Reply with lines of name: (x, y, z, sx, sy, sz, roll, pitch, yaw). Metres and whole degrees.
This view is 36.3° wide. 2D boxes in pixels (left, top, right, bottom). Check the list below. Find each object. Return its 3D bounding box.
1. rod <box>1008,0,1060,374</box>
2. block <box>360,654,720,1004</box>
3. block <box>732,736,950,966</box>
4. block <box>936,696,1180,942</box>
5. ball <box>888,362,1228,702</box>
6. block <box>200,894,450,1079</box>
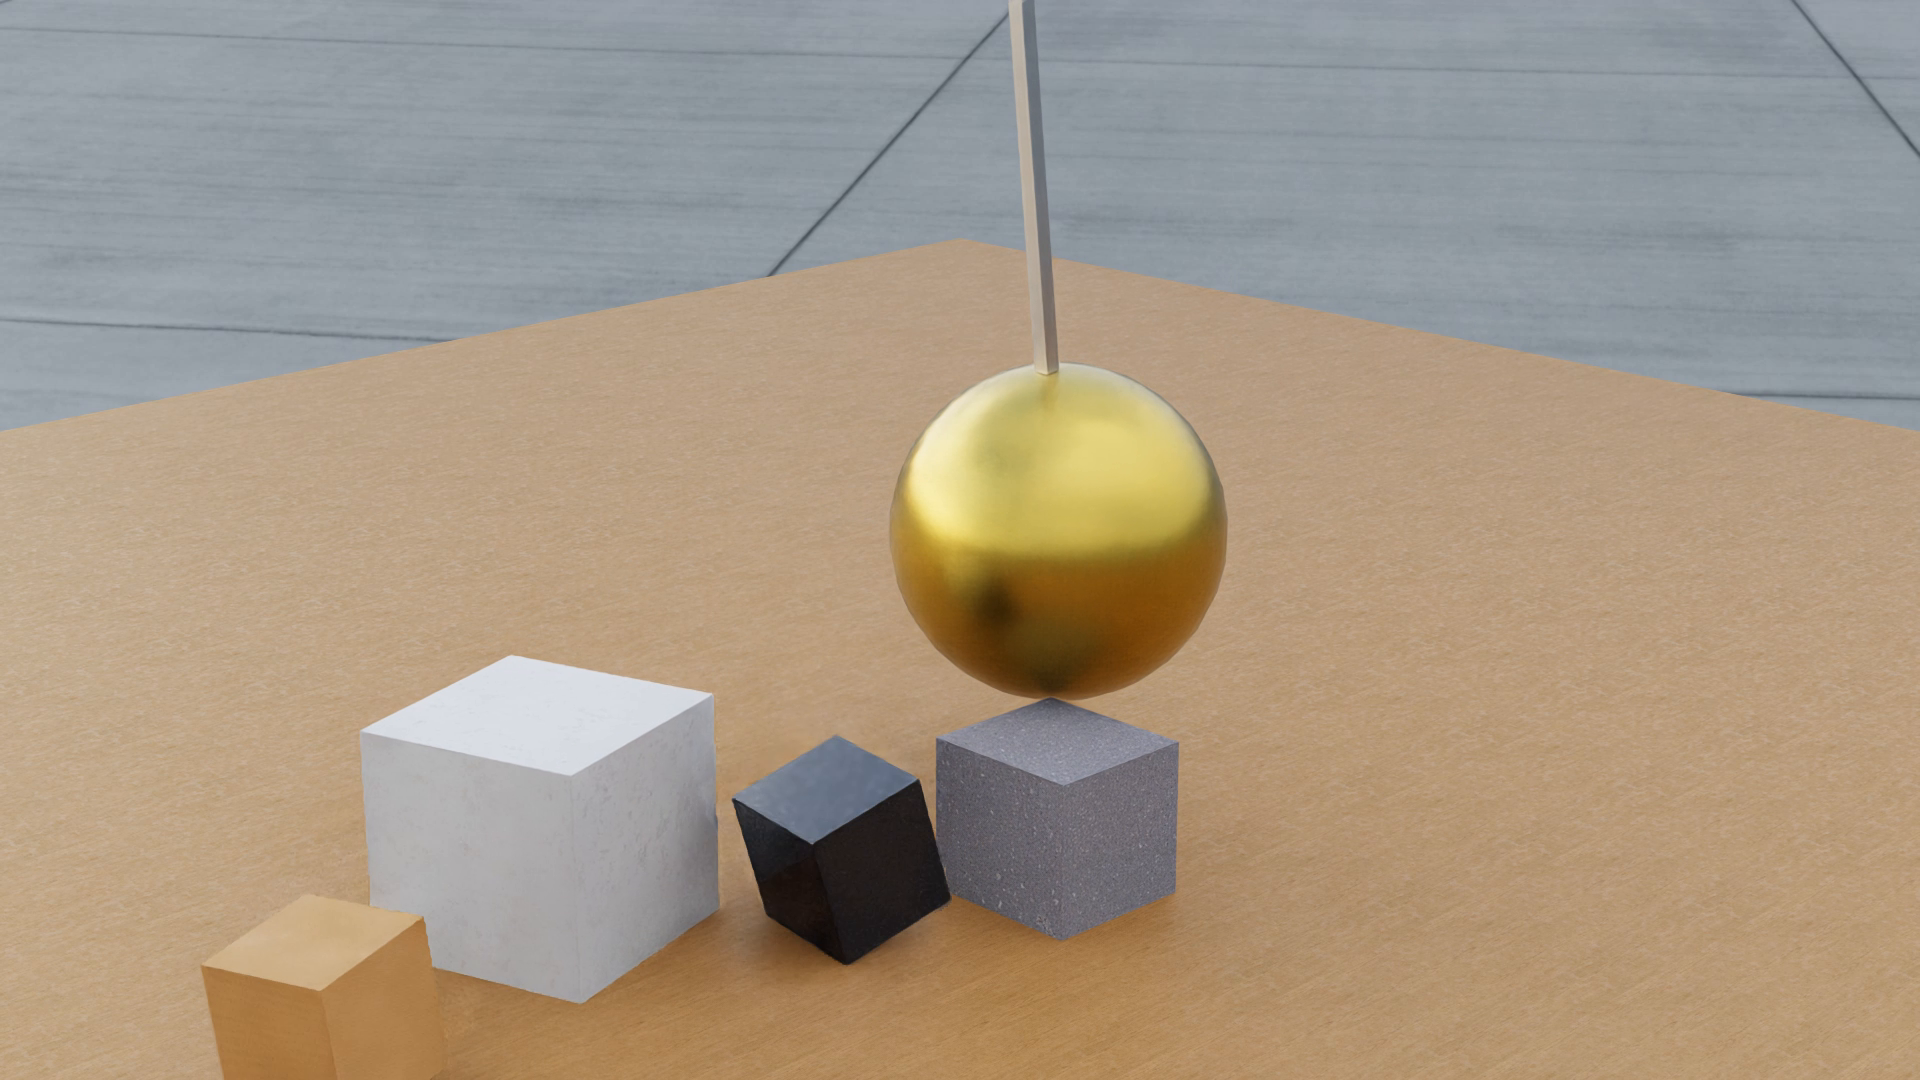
rod: (0.201, -3.186, 12.551, 0.080, 5.200, 0.080, 17, 30, 42)
block: (-1.805, 1.226, 12.738, 1.083, 1.022, 1.074, 9, 20, 26)
block: (-0.516, 1.343, 12.763, 0.577, 0.639, 0.621, -29, 31, -28)
block: (0.434, 1.238, 13.185, 0.740, 0.731, 0.793, -16, 24, -42)
ball: (0.463, -0.040, 13.815, 1.600, 1.600, 1.600, 0, 17, 0)
block: (-2.436, 1.830, 11.290, 0.591, 0.651, 0.606, 6, 23, 28)
